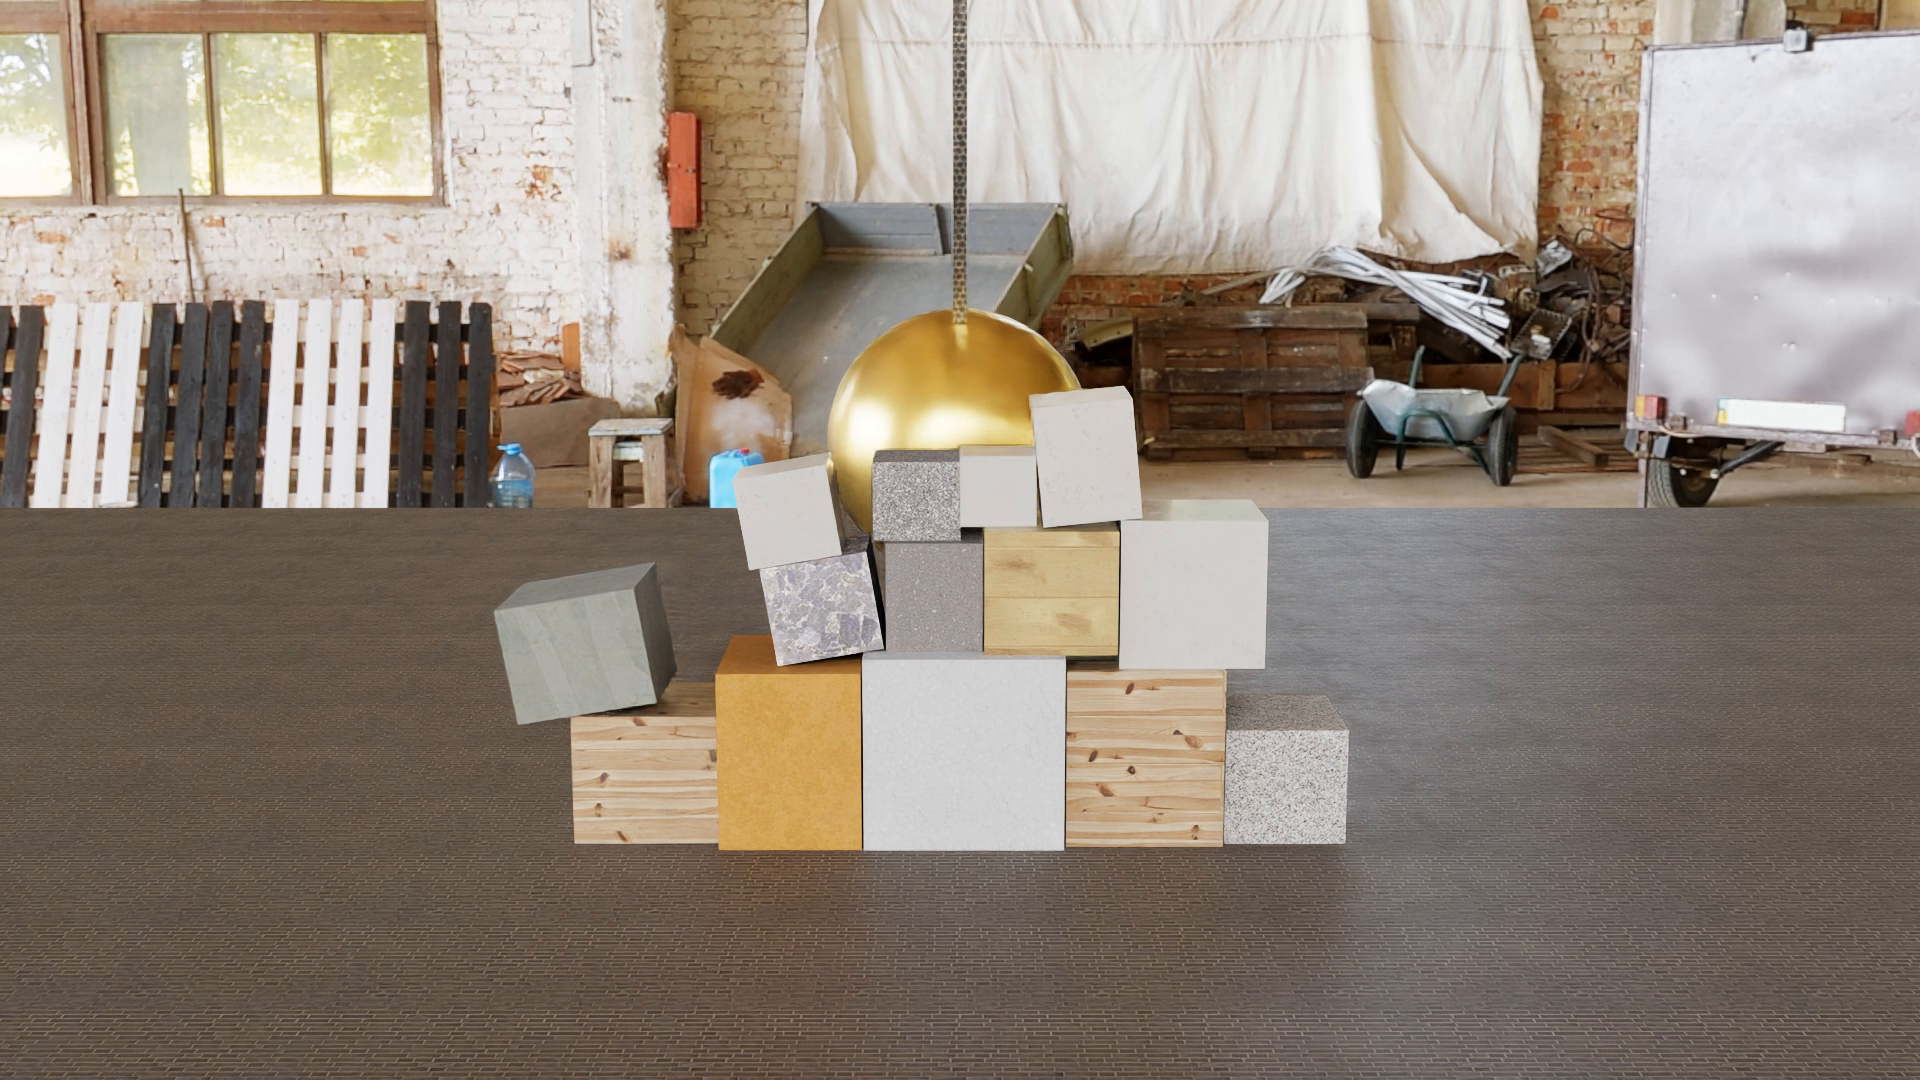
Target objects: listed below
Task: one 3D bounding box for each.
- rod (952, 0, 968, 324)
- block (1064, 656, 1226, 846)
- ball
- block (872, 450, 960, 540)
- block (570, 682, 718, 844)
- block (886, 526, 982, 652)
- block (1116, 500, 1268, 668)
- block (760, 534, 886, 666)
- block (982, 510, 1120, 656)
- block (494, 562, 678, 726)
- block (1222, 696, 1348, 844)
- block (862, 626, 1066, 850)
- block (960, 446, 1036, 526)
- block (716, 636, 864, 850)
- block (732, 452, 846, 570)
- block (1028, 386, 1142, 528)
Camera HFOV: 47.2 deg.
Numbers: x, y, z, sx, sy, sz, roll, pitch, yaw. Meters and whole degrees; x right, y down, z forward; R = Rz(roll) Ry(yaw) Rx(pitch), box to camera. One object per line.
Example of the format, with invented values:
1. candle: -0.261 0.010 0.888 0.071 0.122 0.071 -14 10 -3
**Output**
1. rod: 0.000 -3.516 11.455 0.080 5.200 0.080 0 31 0
2. block: 0.928 1.027 11.387 0.792 0.905 0.805 0 10 0
3. ball: 0.000 -0.587 13.182 1.600 1.600 1.600 0 10 0
4. block: -0.216 -0.230 11.156 0.435 0.397 0.428 0 10 0
5. block: -1.585 1.147 11.407 0.730 0.661 0.703 0 10 0
6. block: -0.129 0.243 11.213 0.481 0.551 0.530 0 10 0
7. block: 1.159 0.215 11.233 0.726 0.748 0.657 0 10 0
8. block: -0.689 0.299 11.226 0.540 0.499 0.525 -10 10 2
9. block: 0.453 0.207 11.210 0.665 0.623 0.668 0 10 0
10. block: -1.904 0.521 11.274 0.710 0.592 0.669 -9 10 4
11. block: 1.641 1.182 11.414 0.615 0.591 0.707 0 10 0
12. block: 0.020 0.997 11.345 1.004 0.980 0.847 0 10 0
13. block: 0.191 -0.275 11.121 0.379 0.356 0.376 0 10 0
14. block: -0.850 1.031 11.364 0.716 0.906 0.865 0 10 0
15. block: -0.859 -0.151 11.146 0.469 0.459 0.451 -10 10 2
16. block: 0.629 -0.427 11.097 0.492 0.597 0.562 -6 10 1
